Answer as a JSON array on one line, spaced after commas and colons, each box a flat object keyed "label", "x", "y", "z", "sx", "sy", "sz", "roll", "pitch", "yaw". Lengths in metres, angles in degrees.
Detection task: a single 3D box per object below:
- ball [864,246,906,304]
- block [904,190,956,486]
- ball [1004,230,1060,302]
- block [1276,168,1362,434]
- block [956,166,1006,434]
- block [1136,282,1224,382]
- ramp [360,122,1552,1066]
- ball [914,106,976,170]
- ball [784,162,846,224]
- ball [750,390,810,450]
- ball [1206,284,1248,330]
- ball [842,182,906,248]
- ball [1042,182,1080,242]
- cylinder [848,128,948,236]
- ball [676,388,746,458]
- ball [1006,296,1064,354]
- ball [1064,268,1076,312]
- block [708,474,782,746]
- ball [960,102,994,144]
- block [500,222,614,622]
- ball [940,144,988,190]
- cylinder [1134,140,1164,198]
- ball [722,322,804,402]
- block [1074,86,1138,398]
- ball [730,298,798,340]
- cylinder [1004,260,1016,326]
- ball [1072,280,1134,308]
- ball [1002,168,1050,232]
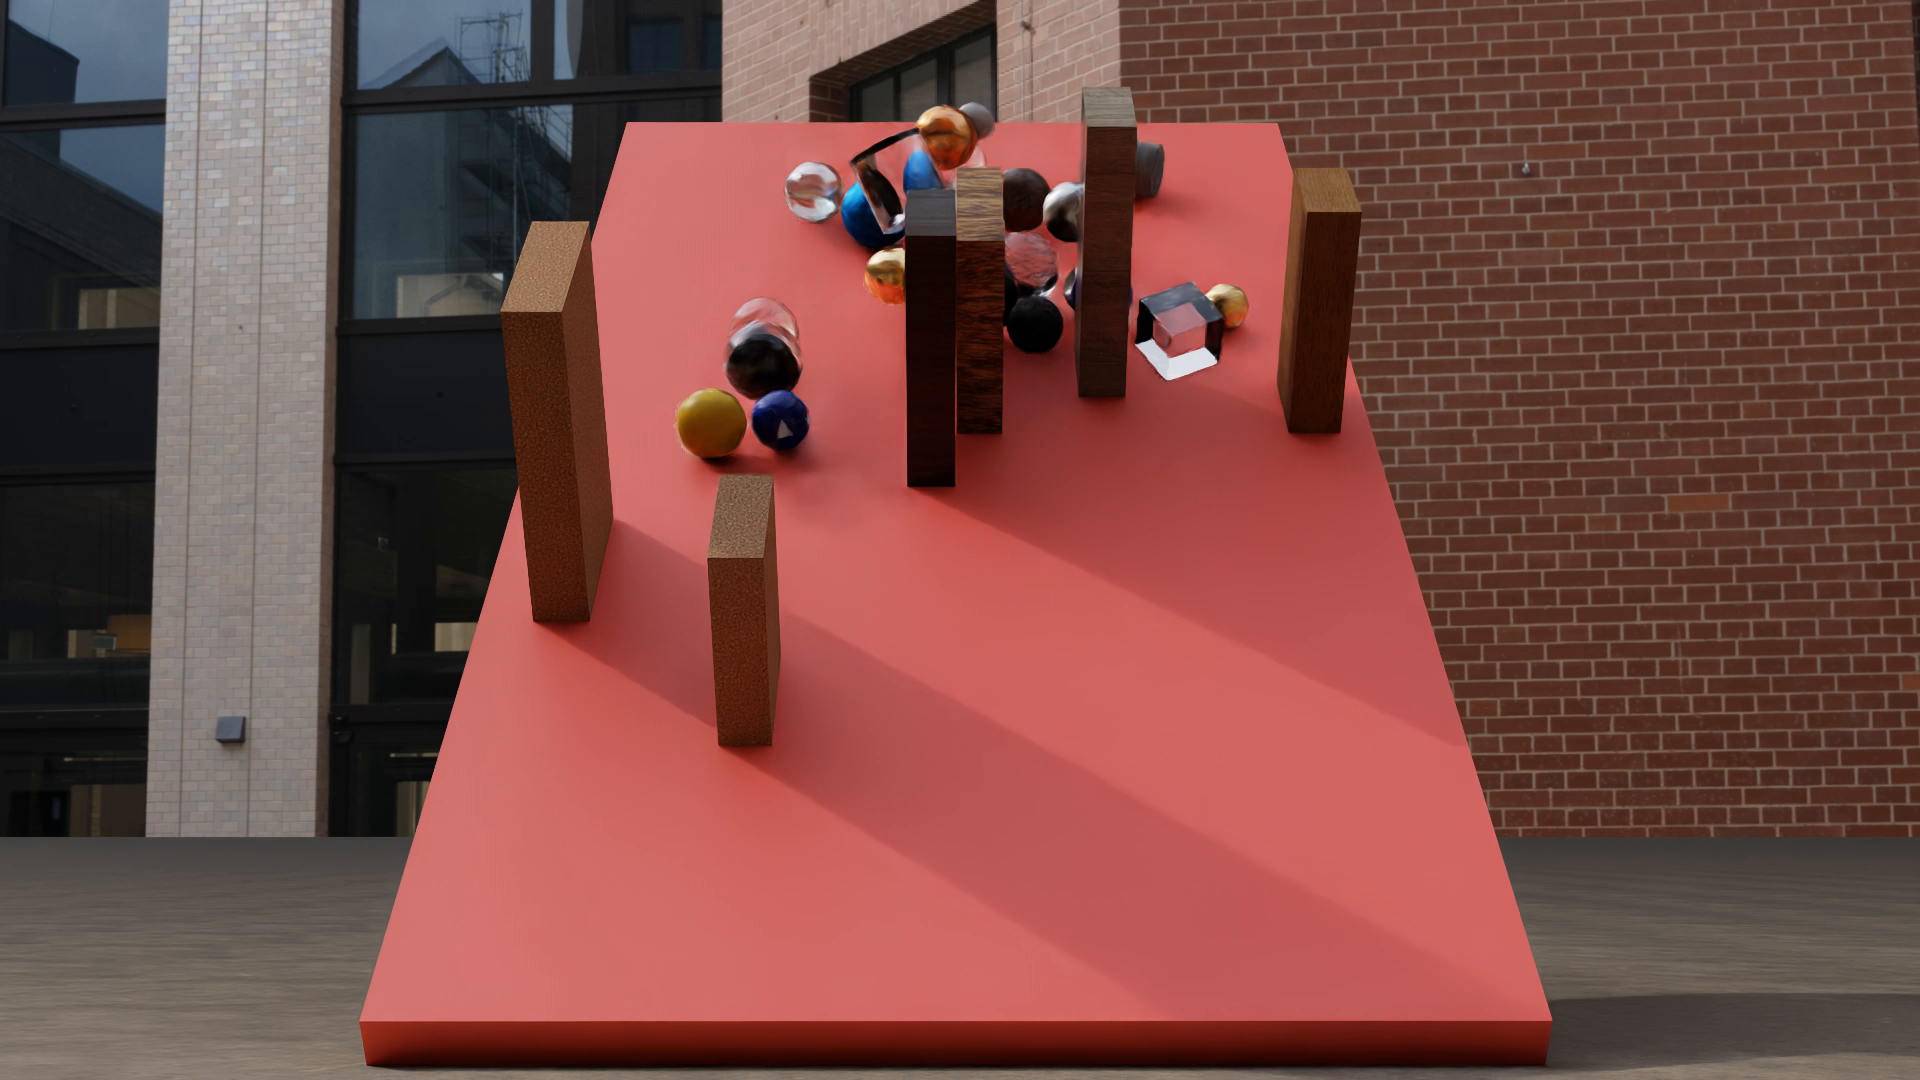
[{"label": "ball", "x": -0.173, "y": -0.684, "z": 6.309, "sx": 0.148, "sy": 0.148, "sz": 0.148, "roll": 0, "pitch": -7, "yaw": 0}, {"label": "block", "x": -0.065, "y": -0.456, "z": 5.545, "sx": 0.111, "sy": 0.628, "sz": 0.249, "roll": 0, "pitch": 31, "yaw": 0}, {"label": "ball", "x": 0.164, "y": -0.707, "z": 6.343, "sx": 0.193, "sy": 0.193, "sz": 0.193, "roll": 0, "pitch": -7, "yaw": 0}, {"label": "block", "x": 0.848, "y": -0.566, "z": 5.784, "sx": 0.124, "sy": 0.573, "sz": 0.254, "roll": 0, "pitch": 31, "yaw": 0}, {"label": "block", "x": 0.046, "y": -0.580, "z": 5.870, "sx": 0.110, "sy": 0.502, "sz": 0.430, "roll": 0, "pitch": 31, "yaw": 0}, {"label": "block", "x": 0.545, "y": -0.519, "z": 6.058, "sx": 0.152, "sy": 0.152, "sz": 0.152, "roll": -20, "pitch": -40, "yaw": -19}, {"label": "ramp", "x": -0.014, "y": -0.196, "z": 5.818, "sx": 2.000, "sy": 0.100, "sz": 4.000, "roll": 0, "pitch": 31, "yaw": 0}, {"label": "ball", "x": -0.043, "y": -1.105, "z": 6.696, "sx": 0.177, "sy": 0.177, "sz": 0.177, "roll": 0, "pitch": -7, "yaw": 0}, {"label": "ball", "x": -0.407, "y": -0.973, "z": 6.824, "sx": 0.172, "sy": 0.172, "sz": 0.172, "roll": 0, "pitch": -7, "yaw": 0}, {"label": "ball", "x": -0.421, "y": -0.281, "z": 5.724, "sx": 0.140, "sy": 0.140, "sz": 0.140, "roll": 0, "pitch": -7, "yaw": 0}, {"label": "ball", "x": 0.684, "y": -0.602, "z": 6.277, "sx": 0.118, "sy": 0.118, "sz": 0.118, "roll": 0, "pitch": -7, "yaw": 0}, {"label": "ball", "x": -0.227, "y": -0.901, "z": 6.684, "sx": 0.197, "sy": 0.197, "sz": 0.197, "roll": 0, "pitch": -7, "yaw": 0}, {"label": "ball", "x": 0.283, "y": -0.825, "z": 6.128, "sx": 0.153, "sy": 0.153, "sz": 0.153, "roll": 0, "pitch": -7, "yaw": 0}, {"label": "cylinder", "x": -0.154, "y": -0.940, "z": 6.400, "sx": 0.207, "sy": 0.207, "sz": 0.207, "roll": -26, "pitch": 1, "yaw": 0}, {"label": "ball", "x": -0.580, "y": -0.271, "z": 5.684, "sx": 0.164, "sy": 0.164, "sz": 0.164, "roll": 0, "pitch": -7, "yaw": 0}, {"label": "ball", "x": 0.189, "y": -0.544, "z": 6.155, "sx": 0.143, "sy": 0.143, "sz": 0.143, "roll": 0, "pitch": -7, "yaw": 0}, {"label": "ball", "x": 0.337, "y": -0.652, "z": 6.338, "sx": 0.137, "sy": 0.137, "sz": 0.137, "roll": 0, "pitch": -7, "yaw": 0}, {"label": "block", "x": -0.419, "y": 0.135, "z": 4.767, "sx": 0.104, "sy": 0.431, "sz": 0.312, "roll": 0, "pitch": 31, "yaw": 0}, {"label": "ball", "x": 0.038, "y": -1.172, "z": 6.852, "sx": 0.113, "sy": 0.113, "sz": 0.113, "roll": 0, "pitch": -7, "yaw": 0}, {"label": "block", "x": -0.836, "y": -0.248, "z": 5.112, "sx": 0.119, "sy": 0.721, "sz": 0.427, "roll": 0, "pitch": 31, "yaw": 0}, {"label": "ball", "x": -0.011, "y": -1.068, "z": 6.973, "sx": 0.181, "sy": 0.181, "sz": 0.181, "roll": 0, "pitch": -7, "yaw": 0}, {"label": "cylinder", "x": 0.495, "y": -1.071, "z": 7.007, "sx": 0.153, "sy": 0.153, "sz": 0.153, "roll": 10, "pitch": -4, "yaw": 15}, {"label": "ball", "x": -0.478, "y": -0.432, "z": 5.920, "sx": 0.194, "sy": 0.194, "sz": 0.194, "roll": 0, "pitch": -7, "yaw": 0}, {"label": "block", "x": 0.348, "y": -0.716, "z": 5.900, "sx": 0.115, "sy": 0.705, "sz": 0.251, "roll": 0, "pitch": 31, "yaw": 0}, {"label": "ball", "x": -0.489, "y": -0.519, "z": 6.082, "sx": 0.171, "sy": 0.171, "sz": 0.171, "roll": 0, "pitch": -7, "yaw": 0}, {"label": "cylinder", "x": 0.015, "y": -0.623, "z": 6.236, "sx": 0.193, "sy": 0.193, "sz": 0.193, "roll": -14, "pitch": -1, "yaw": -22}, {"label": "ball", "x": 0.362, "y": -0.624, "z": 6.196, "sx": 0.157, "sy": 0.157, "sz": 0.157, "roll": 0, "pitch": -7, "yaw": 0}, {"label": "ball", "x": 0.167, "y": -0.944, "z": 6.772, "sx": 0.181, "sy": 0.181, "sz": 0.181, "roll": 0, "pitch": -7, "yaw": 0}]
